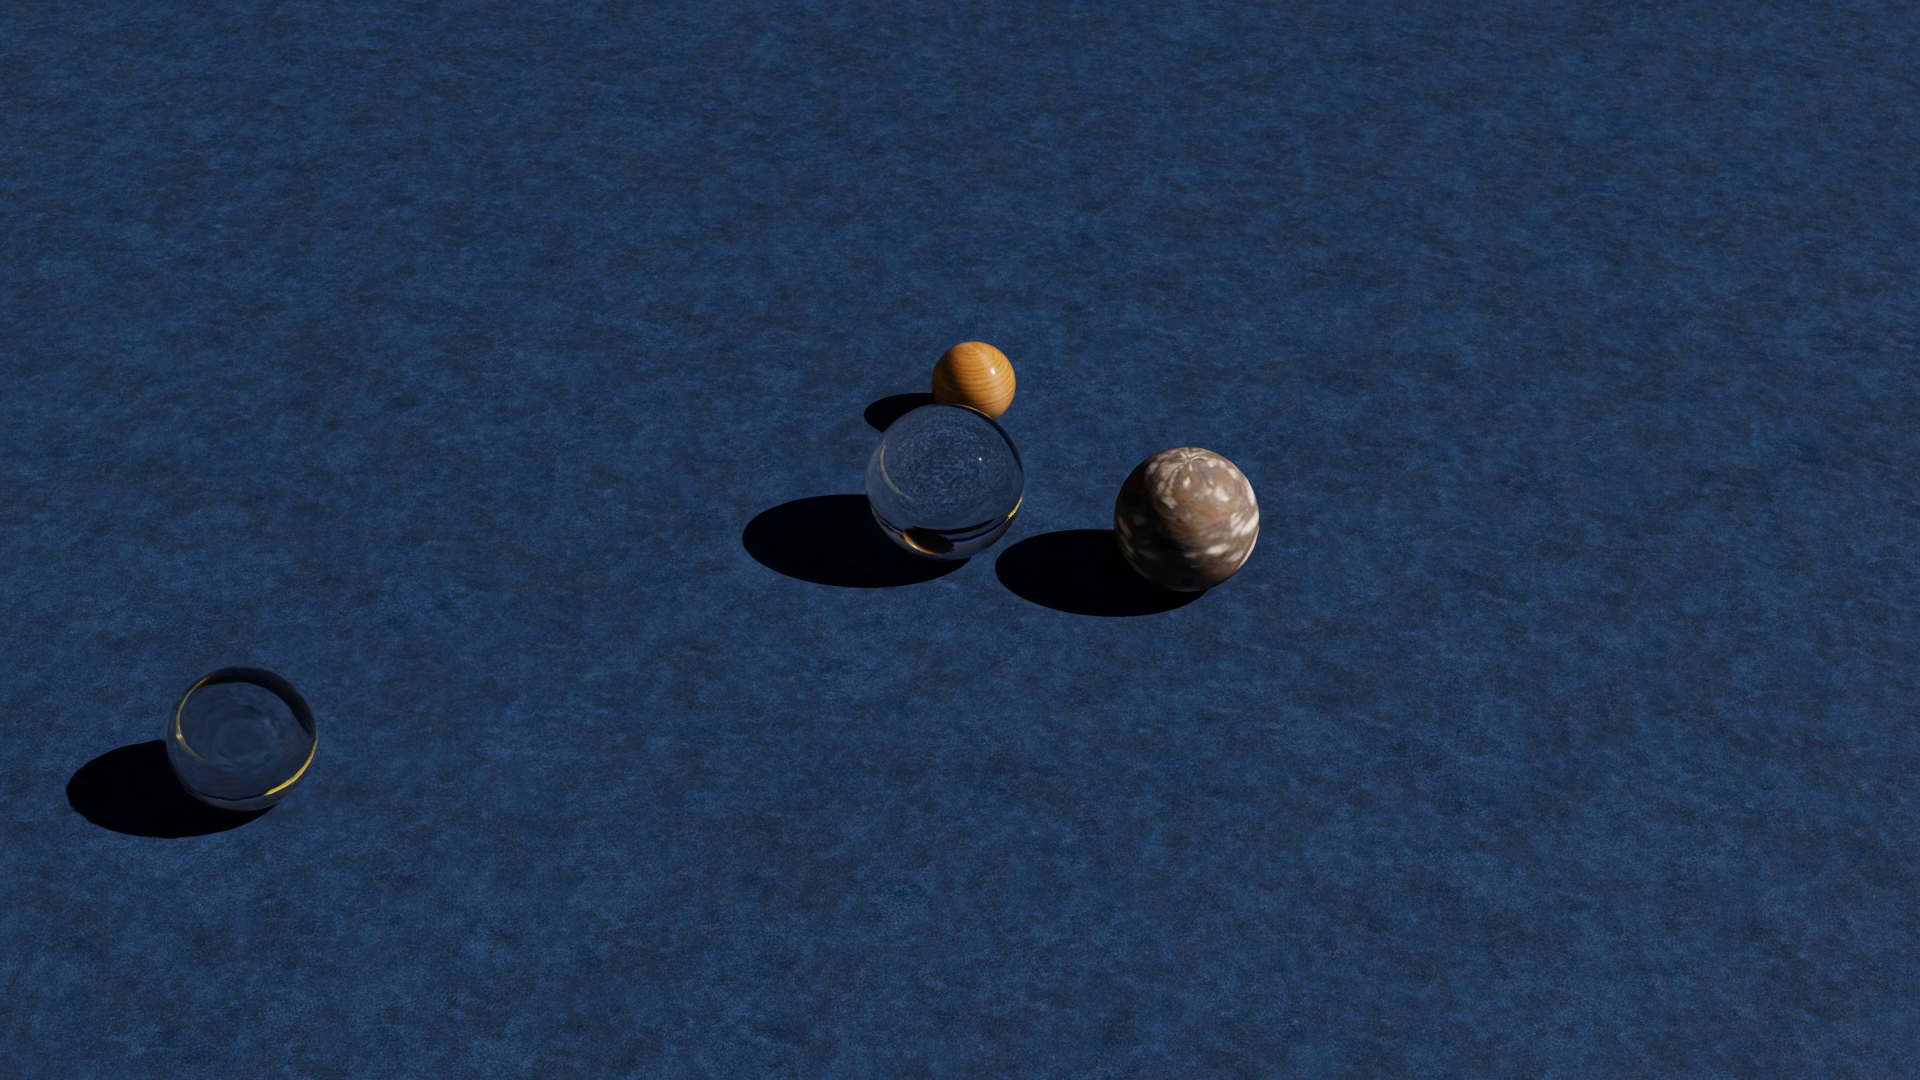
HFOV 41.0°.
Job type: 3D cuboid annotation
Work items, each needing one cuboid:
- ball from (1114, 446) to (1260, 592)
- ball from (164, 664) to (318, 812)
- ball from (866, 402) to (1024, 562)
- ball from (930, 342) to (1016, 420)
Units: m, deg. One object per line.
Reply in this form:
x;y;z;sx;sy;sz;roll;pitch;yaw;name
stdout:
0.133;-0.012;1.502;0.085;0.085;0.085;0;37;0;ball
-0.379;0.105;1.353;0.078;0.078;0.078;0;37;0;ball
-0.009;-0.034;1.525;0.094;0.094;0.094;0;37;0;ball
0.009;-0.100;1.645;0.055;0.055;0.055;0;37;0;ball
